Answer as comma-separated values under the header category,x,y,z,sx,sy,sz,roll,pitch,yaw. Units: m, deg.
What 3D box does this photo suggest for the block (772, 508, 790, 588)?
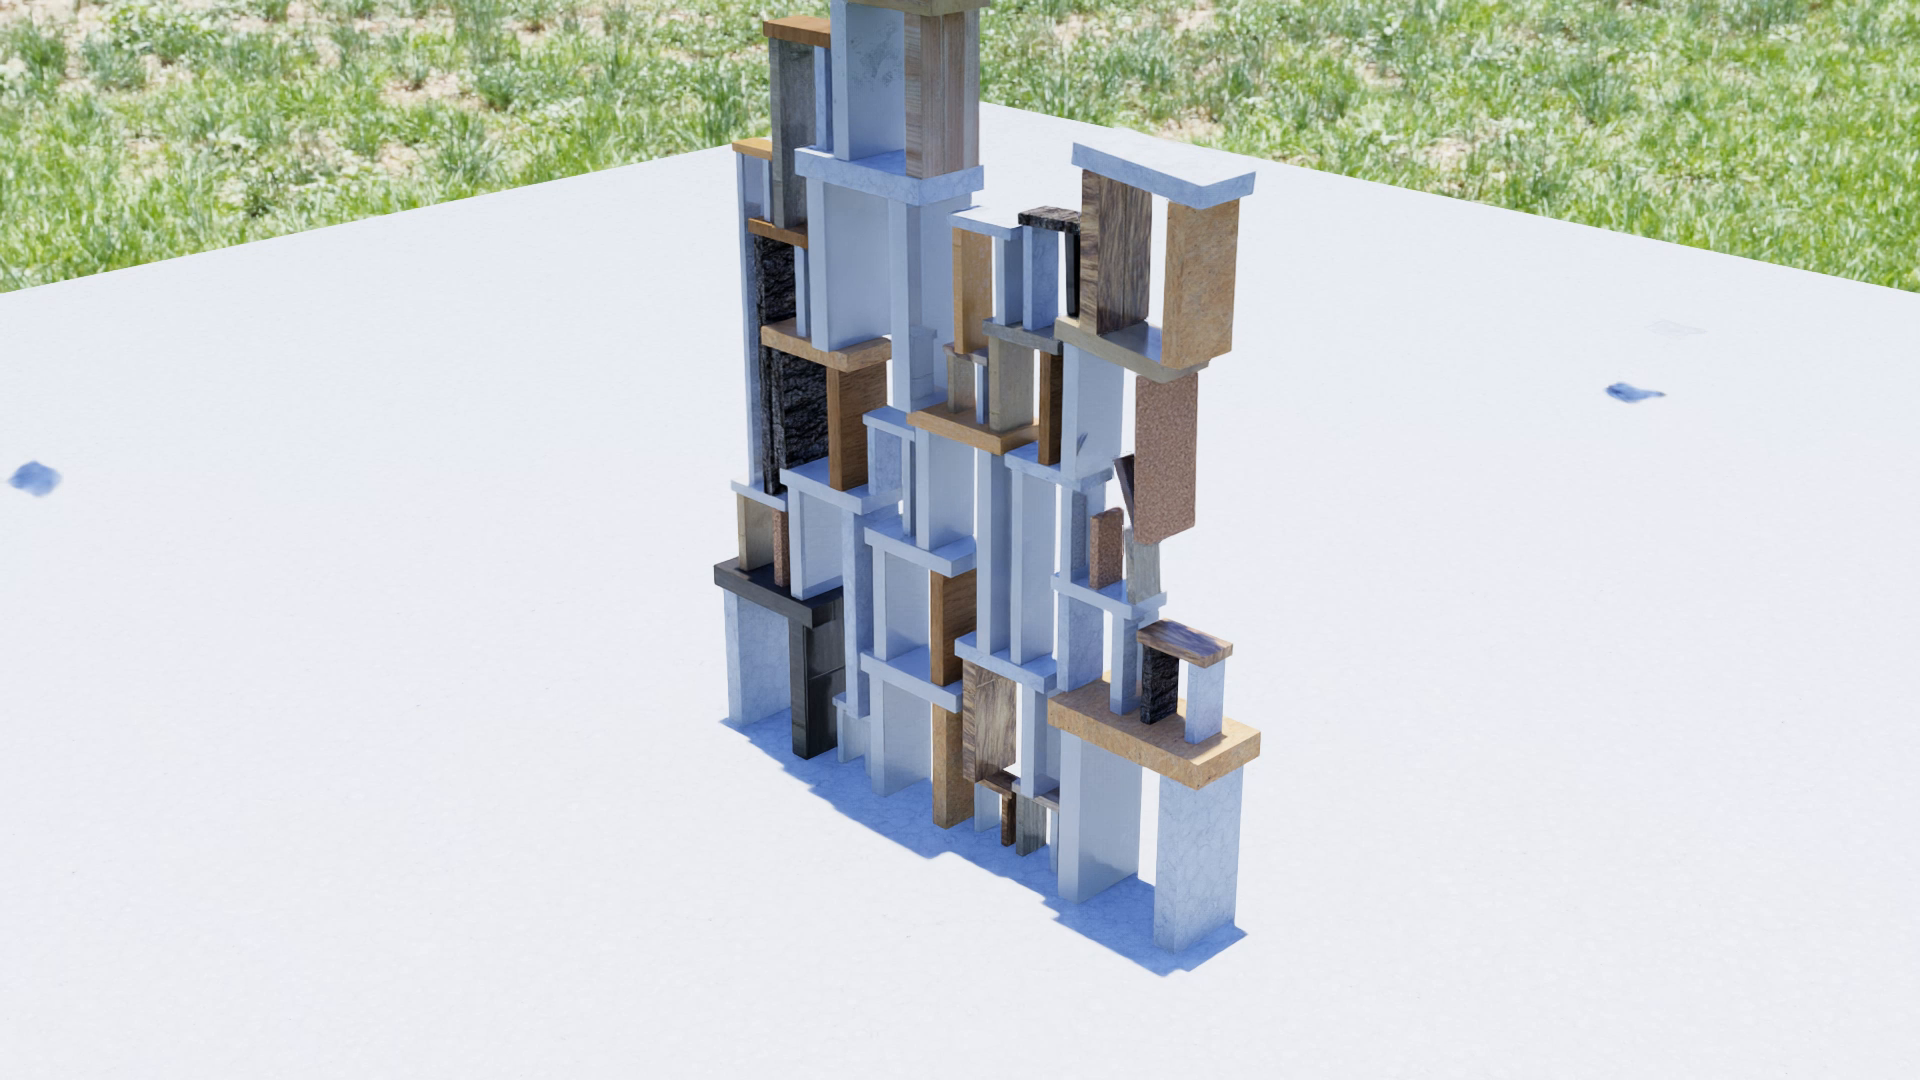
category,x,y,z,sx,sy,sz,roll,pitch,yaw
block,-0.348,0.004,4.600,0.025,0.175,0.087,21,31,41

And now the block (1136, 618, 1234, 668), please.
category,x,y,z,sx,sy,sz,roll,pitch,yaw
block,0.396,0.181,3.874,0.155,0.022,0.077,21,31,41

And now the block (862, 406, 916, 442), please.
category,x,y,z,sx,sy,sz,roll,pitch,yaw
block,-0.113,-0.226,4.254,0.143,0.020,0.072,21,31,40

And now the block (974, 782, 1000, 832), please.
category,x,y,z,sx,sy,sz,roll,pitch,yaw
block,0.054,0.524,4.384,0.016,0.112,0.056,21,31,41

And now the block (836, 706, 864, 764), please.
category,x,y,z,sx,sy,sz,roll,pitch,yaw
block,-0.230,0.402,4.649,0.064,0.129,0.018,-21,31,-41

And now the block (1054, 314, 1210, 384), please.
category,x,y,z,sx,sy,sz,roll,pitch,yaw
block,0.293,-0.338,3.758,0.247,0.035,0.123,28,35,37

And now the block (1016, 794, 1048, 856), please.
category,x,y,z,sx,sy,sz,roll,pitch,yaw
block,0.140,0.546,4.302,0.019,0.135,0.068,21,31,41

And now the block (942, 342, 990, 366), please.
category,x,y,z,sx,sy,sz,roll,pitch,yaw
block,0.029,-0.346,4.044,0.057,0.016,0.114,-22,31,-40

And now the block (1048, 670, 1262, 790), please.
category,x,y,z,sx,sy,sz,roll,pitch,yaw
block,0.349,0.339,3.988,0.355,0.050,0.177,21,31,41

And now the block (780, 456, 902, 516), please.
category,x,y,z,sx,sy,sz,roll,pitch,yaw
block,-0.237,-0.115,4.431,0.123,0.035,0.246,-21,31,-40

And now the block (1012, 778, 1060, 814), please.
category,x,y,z,sx,sy,sz,roll,pitch,yaw
block,0.172,0.487,4.243,0.135,0.019,0.068,21,31,41

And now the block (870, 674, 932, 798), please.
category,x,y,z,sx,sy,sz,roll,pitch,yaw
block,-0.121,0.381,4.516,0.038,0.271,0.135,21,31,41

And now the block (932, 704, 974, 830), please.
category,x,y,z,sx,sy,sz,roll,pitch,yaw
block,0.007,0.431,4.399,0.038,0.271,0.135,21,31,41

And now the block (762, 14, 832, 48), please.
category,x,y,z,sx,sy,sz,roll,pitch,yaw
block,-0.269,-0.950,4.107,0.192,0.027,0.096,21,31,40

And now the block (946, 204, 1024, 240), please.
category,x,y,z,sx,sy,sz,roll,pitch,yaw
block,0.060,-0.564,3.909,0.157,0.022,0.079,21,31,41

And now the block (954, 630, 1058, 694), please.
category,x,y,z,sx,sy,sz,roll,pitch,yaw
block,0.114,0.223,4.200,0.234,0.033,0.117,21,31,41

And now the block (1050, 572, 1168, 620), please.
category,x,y,z,sx,sy,sz,roll,pitch,yaw
block,0.268,0.089,3.978,0.098,0.028,0.195,-21,31,-40

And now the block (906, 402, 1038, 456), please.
category,x,y,z,sx,sy,sz,roll,pitch,yaw
block,0.030,-0.219,4.105,0.123,0.035,0.247,-22,31,-40

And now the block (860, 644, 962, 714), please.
category,x,y,z,sx,sy,sz,roll,pitch,yaw
block,-0.057,0.263,4.397,0.271,0.038,0.135,21,31,40

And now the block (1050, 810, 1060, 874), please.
category,x,y,z,sx,sy,sz,roll,pitch,yaw
block,0.204,0.571,4.243,0.019,0.135,0.067,21,31,41

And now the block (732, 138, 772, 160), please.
category,x,y,z,sx,sy,sz,roll,pitch,yaw
block,-0.385,-0.767,4.313,0.123,0.017,0.062,21,31,41

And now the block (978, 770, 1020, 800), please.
category,x,y,z,sx,sy,sz,roll,pitch,yaw
block,0.080,0.475,4.335,0.112,0.016,0.056,21,31,41

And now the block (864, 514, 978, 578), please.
category,x,y,z,sx,sy,sz,roll,pitch,yaw
block,-0.060,0.007,4.292,0.241,0.034,0.121,21,31,40

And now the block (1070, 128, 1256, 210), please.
category,x,y,z,sx,sy,sz,roll,pitch,yaw
block,0.331,-0.610,3.603,0.275,0.039,0.138,27,35,37

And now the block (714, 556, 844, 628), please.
category,x,y,z,sx,sy,sz,roll,pitch,yaw
block,-0.360,0.096,4.663,0.318,0.045,0.159,21,31,41

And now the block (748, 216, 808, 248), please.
category,x,y,z,sx,sy,sz,roll,pitch,yaw
block,-0.322,-0.608,4.309,0.090,0.026,0.181,-21,31,-40

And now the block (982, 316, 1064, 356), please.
category,x,y,z,sx,sy,sz,roll,pitch,yaw
block,0.137,-0.370,3.916,0.182,0.026,0.091,21,31,40

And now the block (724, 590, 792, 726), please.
category,x,y,z,sx,sy,sz,roll,pitch,yaw
block,-0.435,0.234,4.802,0.045,0.318,0.159,21,31,41

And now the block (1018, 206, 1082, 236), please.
category,x,y,z,sx,sy,sz,roll,pitch,yaw
block,0.176,-0.553,3.801,0.142,0.020,0.071,17,28,41

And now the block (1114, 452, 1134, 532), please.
category,x,y,z,sx,sy,sz,roll,pitch,yaw
block,0.316,-0.084,3.848,0.069,0.138,0.020,-18,4,-40

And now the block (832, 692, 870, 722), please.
category,x,y,z,sx,sy,sz,roll,pitch,yaw
block,-0.199,0.346,4.593,0.064,0.018,0.129,-21,31,-40

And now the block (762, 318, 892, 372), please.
category,x,y,z,sx,sy,sz,roll,pitch,yaw
block,-0.261,-0.390,4.338,0.127,0.036,0.254,-21,31,-40

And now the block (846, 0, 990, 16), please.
category,x,y,z,sx,sy,sz,roll,pitch,yaw
block,-0.099,-0.978,3.908,0.145,0.041,0.290,-21,31,-40

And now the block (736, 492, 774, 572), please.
category,x,y,z,sx,sy,sz,roll,pitch,yaw
block,-0.431,-0.029,4.676,0.025,0.175,0.087,21,31,41

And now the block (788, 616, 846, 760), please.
category,x,y,z,sx,sy,sz,roll,pitch,yaw
block,-0.285,0.293,4.665,0.045,0.318,0.159,21,31,41

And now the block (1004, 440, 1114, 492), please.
category,x,y,z,sx,sy,sz,roll,pitch,yaw
block,0.179,-0.134,3.968,0.183,0.026,0.091,21,31,40

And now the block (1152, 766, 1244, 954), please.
category,x,y,z,sx,sy,sz,roll,pitch,yaw
block,0.433,0.558,3.991,0.050,0.355,0.177,21,31,41

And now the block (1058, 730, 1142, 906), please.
category,x,y,z,sx,sy,sz,roll,pitch,yaw
block,0.266,0.493,4.144,0.050,0.355,0.177,21,31,41

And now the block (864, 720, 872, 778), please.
category,x,y,z,sx,sy,sz,roll,pitch,yaw
block,-0.169,0.425,4.593,0.018,0.129,0.064,21,31,41

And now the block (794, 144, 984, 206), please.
category,x,y,z,sx,sy,sz,roll,pitch,yaw
block,-0.133,-0.687,4.077,0.167,0.047,0.334,-22,31,-40

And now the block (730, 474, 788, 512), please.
category,x,y,z,sx,sy,sz,roll,pitch,yaw
block,-0.390,-0.104,4.599,0.175,0.025,0.087,21,31,41

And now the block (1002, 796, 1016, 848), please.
category,x,y,z,sx,sy,sz,roll,pitch,yaw
block,0.107,0.544,4.335,0.016,0.112,0.056,21,31,41
